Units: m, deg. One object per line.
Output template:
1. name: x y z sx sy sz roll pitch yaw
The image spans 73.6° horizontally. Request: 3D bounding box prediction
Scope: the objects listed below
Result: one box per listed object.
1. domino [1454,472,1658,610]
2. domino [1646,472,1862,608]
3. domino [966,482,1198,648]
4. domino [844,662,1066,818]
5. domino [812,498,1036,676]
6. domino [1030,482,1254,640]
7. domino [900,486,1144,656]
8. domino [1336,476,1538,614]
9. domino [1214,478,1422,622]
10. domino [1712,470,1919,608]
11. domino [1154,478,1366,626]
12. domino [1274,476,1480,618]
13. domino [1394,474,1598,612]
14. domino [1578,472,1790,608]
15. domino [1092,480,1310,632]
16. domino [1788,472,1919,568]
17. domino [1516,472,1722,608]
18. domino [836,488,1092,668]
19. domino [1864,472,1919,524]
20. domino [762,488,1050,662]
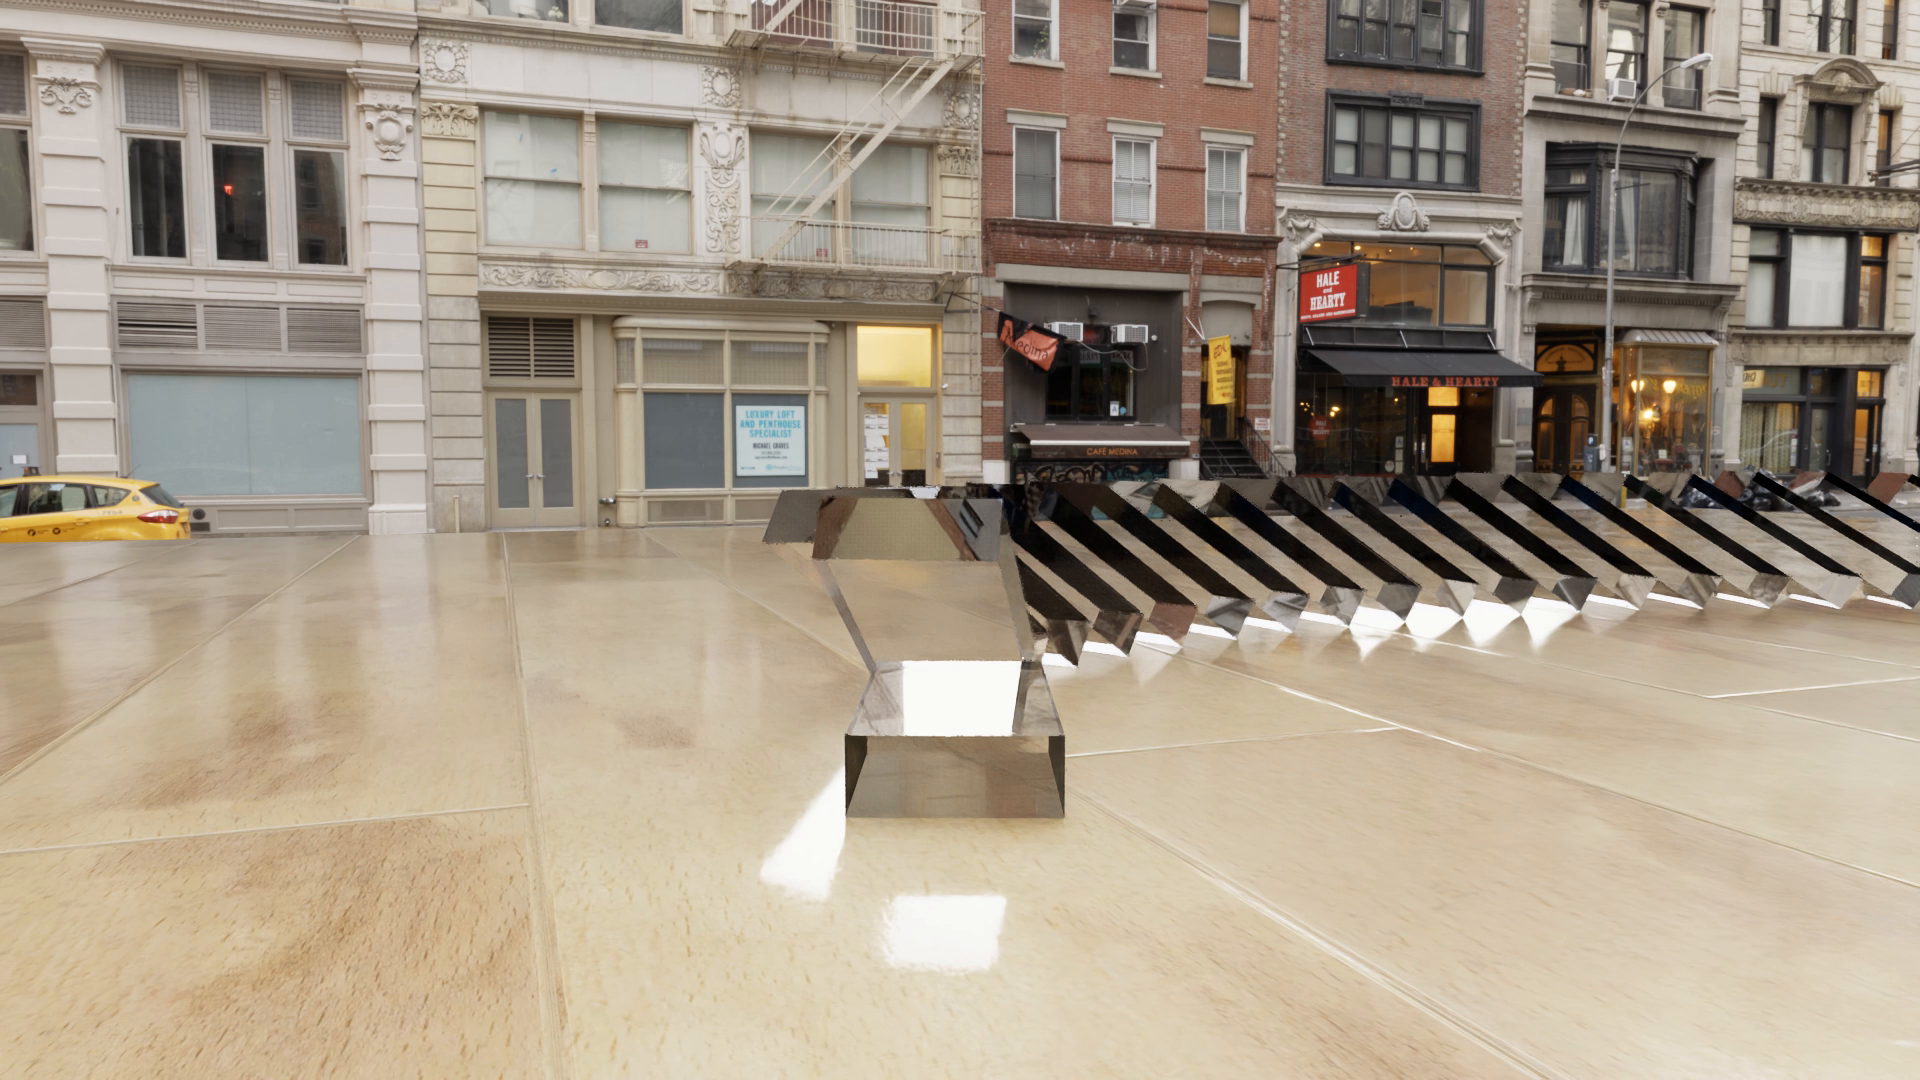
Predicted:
1. domino: 0.154 0.000 0.337 0.050 0.009 0.025 32 -1 -10
2. domino: 0.210 -0.001 0.344 0.050 0.009 0.025 33 7 3
3. domino: 0.024 0.005 0.265 0.050 0.009 0.025 36 -19 -34
4. domino: 0.000 0.025 0.171 0.025 0.010 0.050 0 4 1
5. domino: -0.004 0.011 0.193 0.025 0.009 0.050 1 -29 9
6. domino: 0.038 0.004 0.278 0.050 0.009 0.025 35 -15 -30
7. domino: 0.011 0.006 0.251 0.025 0.009 0.050 4 -26 47
8. domino: 0.118 0.001 0.325 0.050 0.009 0.025 32 -5 -17
9. domino: 0.084 0.002 0.310 0.050 0.009 0.025 33 -9 -22
10. domino: 0.229 -0.001 0.344 0.050 0.009 0.025 34 10 9
11. domino: 0.068 0.003 0.300 0.050 0.009 0.025 33 -11 -25
12. domino: 0.101 0.001 0.318 0.050 0.009 0.025 32 -7 -19
13. domino: 0.136 0.000 0.332 0.050 0.009 0.025 32 -4 -14
14. domino: 0.191 -0.001 0.343 0.050 0.009 0.025 32 4 -1
15. domino: 0.053 0.004 0.290 0.050 0.009 0.025 34 -12 -27
16. domino: 0.248 -0.001 0.341 0.050 0.010 0.025 35 13 14
17. domino: 0.173 0.000 0.342 0.050 0.010 0.025 32 2 -4
18. domino: 0.000 0.007 0.234 0.025 0.009 0.050 2 -28 42
19. domino: 0.265 0.000 0.334 0.050 0.009 0.025 35 15 14
20. domino: -0.008 0.008 0.216 0.025 0.009 0.050 1 -29 34
